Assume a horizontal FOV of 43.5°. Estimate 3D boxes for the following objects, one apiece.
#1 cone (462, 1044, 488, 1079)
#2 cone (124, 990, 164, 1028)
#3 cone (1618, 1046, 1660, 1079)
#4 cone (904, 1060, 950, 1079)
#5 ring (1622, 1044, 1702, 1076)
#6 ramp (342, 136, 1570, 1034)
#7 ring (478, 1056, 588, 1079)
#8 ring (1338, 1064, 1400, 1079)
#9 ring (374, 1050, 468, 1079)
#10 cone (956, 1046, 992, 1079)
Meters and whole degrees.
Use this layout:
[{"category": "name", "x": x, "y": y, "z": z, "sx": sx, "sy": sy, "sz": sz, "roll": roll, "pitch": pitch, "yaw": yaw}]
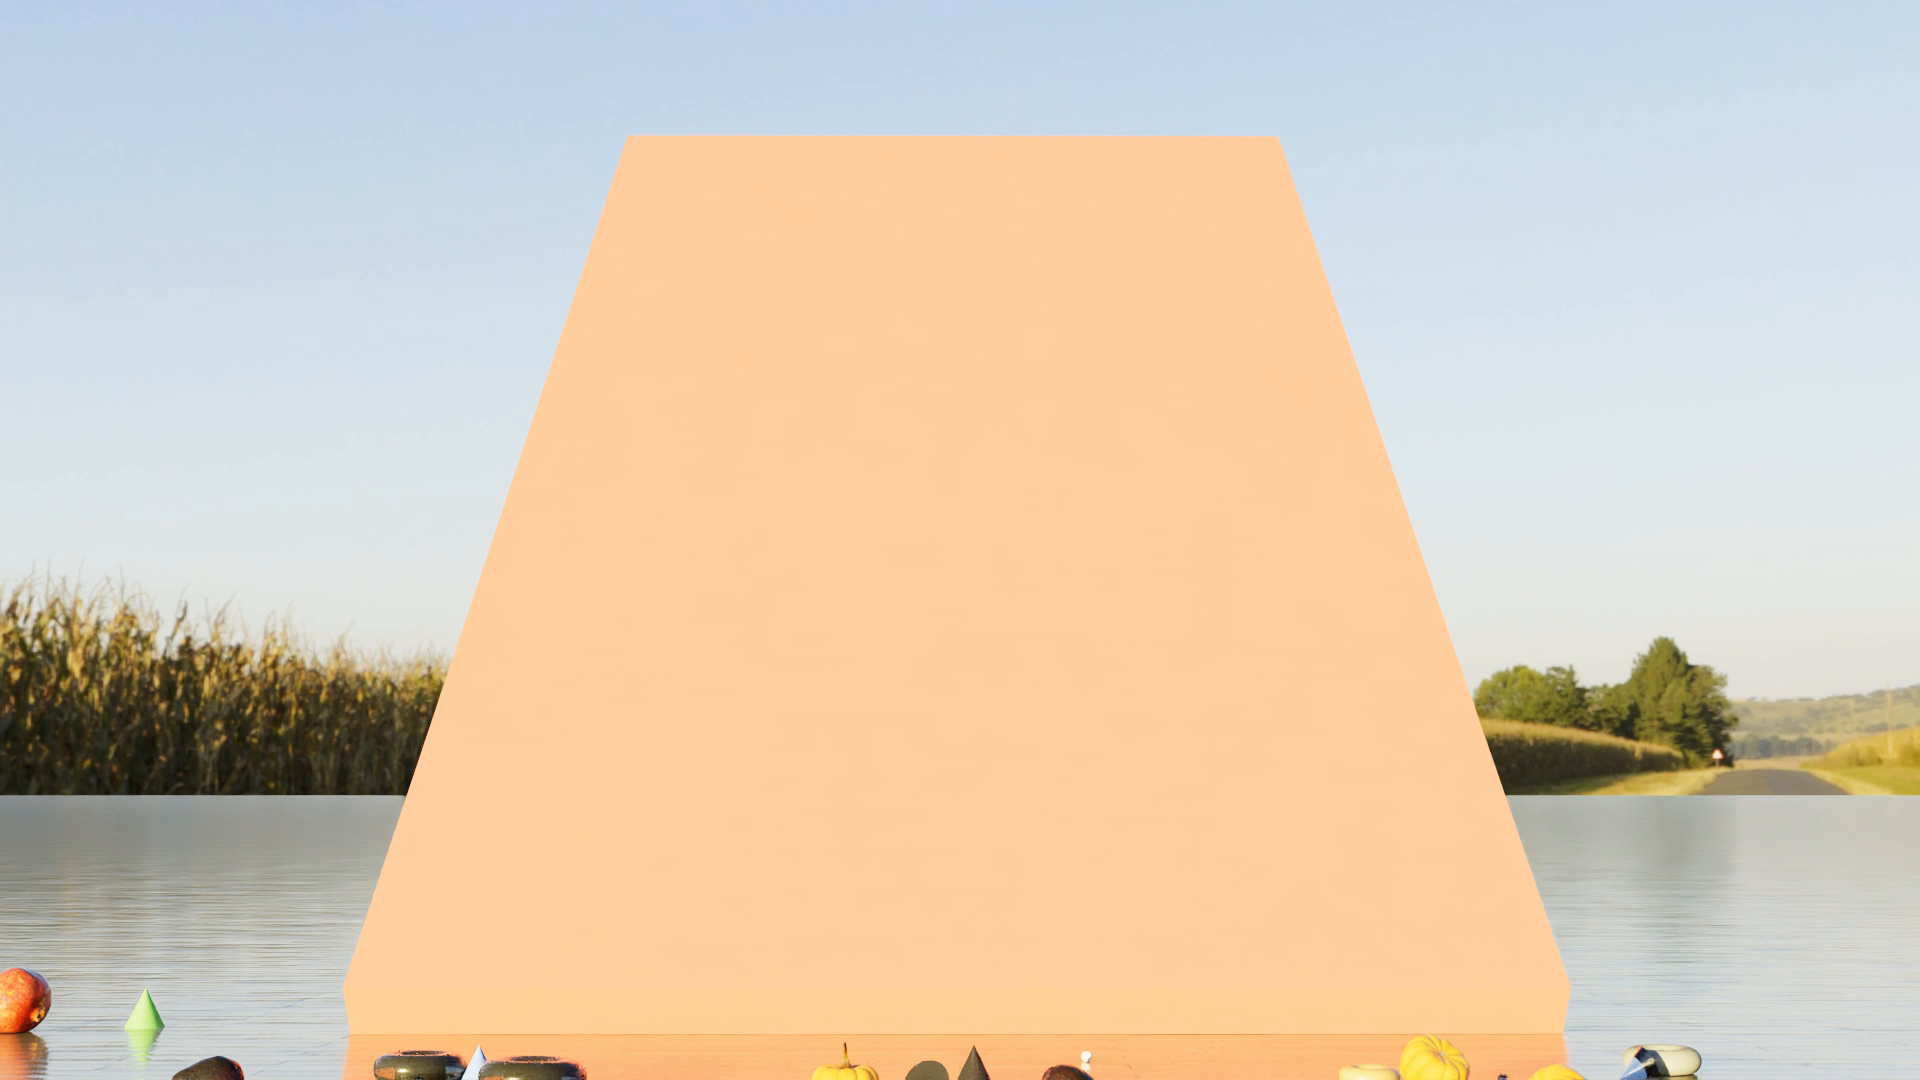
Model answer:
[{"category": "cone", "x": -0.660, "y": 0.719, "z": 3.305, "sx": 0.054, "sy": 0.054, "sz": 0.054, "roll": 0, "pitch": -6, "yaw": 0}, {"category": "cone", "x": -1.388, "y": 0.796, "z": 4.104, "sx": 0.066, "sy": 0.066, "sz": 0.066, "roll": 0, "pitch": -6, "yaw": 0}, {"category": "cone", "x": 0.940, "y": 0.741, "z": 3.361, "sx": 0.050, "sy": 0.050, "sz": 0.050, "roll": -26, "pitch": -2, "yaw": -10}, {"category": "cone", "x": -0.028, "y": 0.707, "z": 3.066, "sx": 0.067, "sy": 0.067, "sz": 0.067, "roll": -3, "pitch": -33, "yaw": 30}, {"category": "ring", "x": 1.002, "y": 0.742, "z": 3.439, "sx": 0.109, "sy": 0.036, "sz": 0.109, "roll": -1, "pitch": -5, "yaw": 0}, {"category": "ramp", "x": -0.013, "y": -0.213, "z": 5.687, "sx": 2.000, "sy": 0.100, "sz": 4.000, "roll": 0, "pitch": 30, "yaw": 0}, {"category": "ring", "x": -0.566, "y": 0.711, "z": 3.191, "sx": 0.143, "sy": 0.048, "sz": 0.143, "roll": 1, "pitch": -7, "yaw": 0}, {"category": "ring", "x": 0.557, "y": 0.730, "z": 3.275, "sx": 0.084, "sy": 0.028, "sz": 0.084, "roll": 1, "pitch": -5, "yaw": 0}, {"category": "ring", "x": -0.743, "y": 0.727, "z": 3.314, "sx": 0.127, "sy": 0.042, "sz": 0.127, "roll": 0, "pitch": -7, "yaw": 0}, {"category": "cone", "x": 0.018, "y": 0.678, "z": 3.039, "sx": 0.082, "sy": 0.082, "sz": 0.082, "roll": 0, "pitch": -6, "yaw": 0}]
